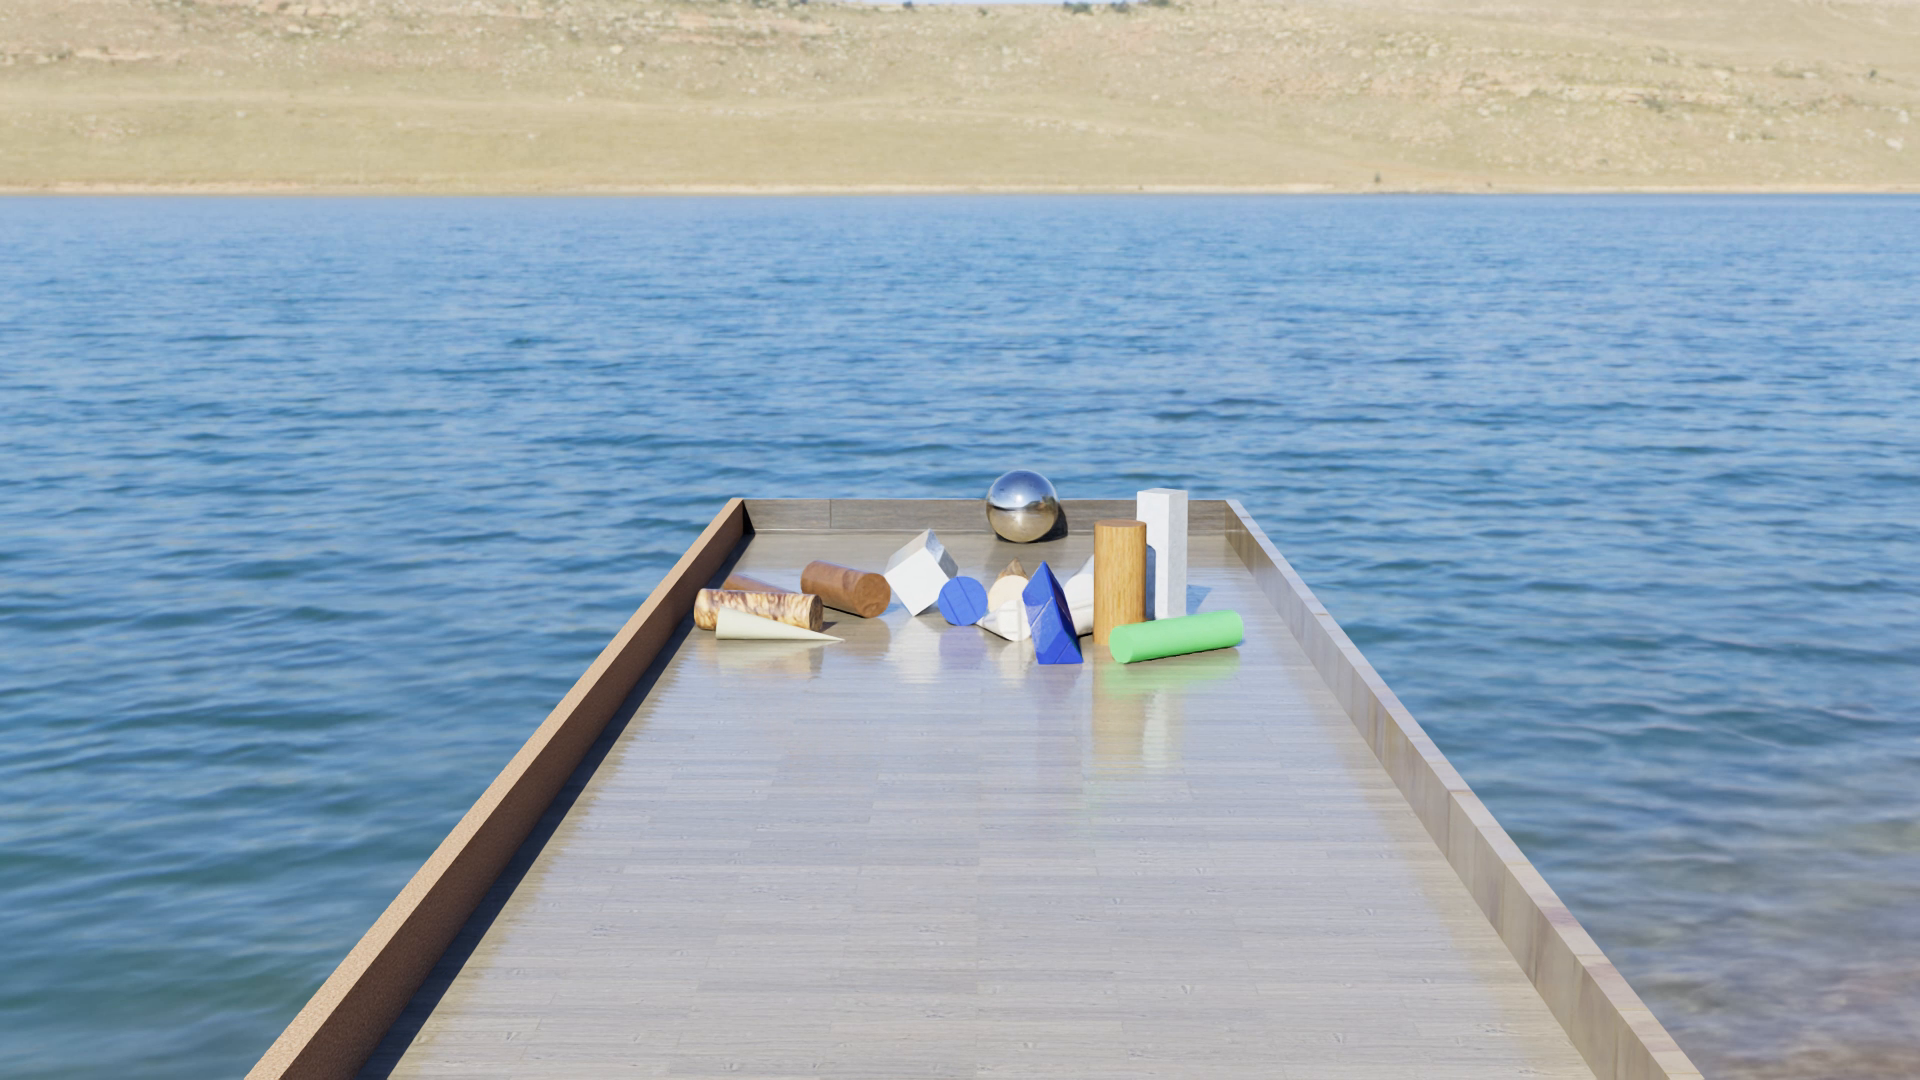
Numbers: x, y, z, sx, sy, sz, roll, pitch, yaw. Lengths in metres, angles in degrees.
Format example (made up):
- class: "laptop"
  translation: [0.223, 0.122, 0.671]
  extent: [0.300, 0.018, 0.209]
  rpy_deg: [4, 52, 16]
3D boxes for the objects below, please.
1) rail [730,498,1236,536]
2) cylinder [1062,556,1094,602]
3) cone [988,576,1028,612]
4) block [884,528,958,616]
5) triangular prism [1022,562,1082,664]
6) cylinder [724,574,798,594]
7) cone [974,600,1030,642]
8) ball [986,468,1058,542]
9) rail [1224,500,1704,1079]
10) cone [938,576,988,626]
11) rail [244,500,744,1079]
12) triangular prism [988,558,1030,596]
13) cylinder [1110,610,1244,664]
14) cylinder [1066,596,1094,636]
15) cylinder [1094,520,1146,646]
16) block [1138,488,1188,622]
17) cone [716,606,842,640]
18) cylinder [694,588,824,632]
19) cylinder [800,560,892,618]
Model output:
- class: "rail"
  translation: [0.099, -0.098, 9.147]
  extent: [2.100, 0.150, 0.050]
  rpy_deg: [0, 9, 1]
- class: "cylinder"
  translation: [0.458, 0.158, 7.501]
  extent: [0.160, 0.160, 0.412]
  rpy_deg: [2, 9, 11]
- class: "cone"
  translation: [0.235, 0.212, 7.406]
  extent: [0.168, 0.168, 0.394]
  rpy_deg: [3, -3, 19]
- class: "block"
  translation: [-0.131, 0.107, 7.567]
  extent: [0.171, 0.171, 0.404]
  rpy_deg: [-35, 6, 7]
- class: "triangular prism"
  translation: [0.285, 0.219, 6.812]
  extent: [0.136, 0.117, 0.446]
  rpy_deg: [-1, 27, -5]
- class: "cylinder"
  translation: [-0.659, 0.196, 7.441]
  extent: [0.104, 0.104, 0.446]
  rpy_deg: [-5, 10, -30]
- class: "cone"
  translation: [0.112, 0.265, 7.128]
  extent: [0.132, 0.132, 0.316]
  rpy_deg: [-4, -2, -25]
- class: "ball"
  translation: [0.252, -0.139, 8.931]
  extent: [0.299, 0.299, 0.299]
  rpy_deg: [0, 9, 0]
- class: "rail"
  translation: [1.046, 0.843, 3.208]
  extent: [0.050, 0.150, 12.000]
  rpy_deg: [0, 9, 1]
- class: "cone"
  translation: [0.013, 0.208, 7.439]
  extent: [0.163, 0.163, 0.415]
  rpy_deg: [0, -2, 1]
- class: "rail"
  translation: [-1.004, 0.839, 3.234]
  extent: [0.050, 0.150, 12.000]
  rpy_deg: [0, 9, 1]
- class: "triangular prism"
  translation: [0.175, 0.135, 7.820]
  extent: [0.116, 0.101, 0.301]
  rpy_deg: [2, 9, 10]
- class: "cylinder"
  translation: [0.669, 0.295, 6.779]
  extent: [0.446, 0.115, 0.115]
  rpy_deg: [-6, 11, -35]
- class: "cylinder"
  translation: [0.437, 0.240, 7.134]
  extent: [0.114, 0.114, 0.391]
  rpy_deg: [7, 12, 39]
- class: "cylinder"
  translation: [0.505, 0.134, 6.951]
  extent: [0.166, 0.379, 0.166]
  rpy_deg: [0, 9, 0]
- class: "block"
  translation: [0.660, 0.062, 7.188]
  extent: [0.119, 0.447, 0.119]
  rpy_deg: [7, 11, 36]
- class: "cone"
  translation: [-0.565, 0.291, 7.004]
  extent: [0.408, 0.107, 0.107]
  rpy_deg: [8, 9, 1]
- class: "cylinder"
  translation: [-0.650, 0.234, 7.111]
  extent: [0.394, 0.134, 0.134]
  rpy_deg: [3, 9, 16]
- class: "cylinder"
  translation: [-0.391, 0.164, 7.487]
  extent: [0.152, 0.152, 0.335]
  rpy_deg: [-6, 11, -35]
